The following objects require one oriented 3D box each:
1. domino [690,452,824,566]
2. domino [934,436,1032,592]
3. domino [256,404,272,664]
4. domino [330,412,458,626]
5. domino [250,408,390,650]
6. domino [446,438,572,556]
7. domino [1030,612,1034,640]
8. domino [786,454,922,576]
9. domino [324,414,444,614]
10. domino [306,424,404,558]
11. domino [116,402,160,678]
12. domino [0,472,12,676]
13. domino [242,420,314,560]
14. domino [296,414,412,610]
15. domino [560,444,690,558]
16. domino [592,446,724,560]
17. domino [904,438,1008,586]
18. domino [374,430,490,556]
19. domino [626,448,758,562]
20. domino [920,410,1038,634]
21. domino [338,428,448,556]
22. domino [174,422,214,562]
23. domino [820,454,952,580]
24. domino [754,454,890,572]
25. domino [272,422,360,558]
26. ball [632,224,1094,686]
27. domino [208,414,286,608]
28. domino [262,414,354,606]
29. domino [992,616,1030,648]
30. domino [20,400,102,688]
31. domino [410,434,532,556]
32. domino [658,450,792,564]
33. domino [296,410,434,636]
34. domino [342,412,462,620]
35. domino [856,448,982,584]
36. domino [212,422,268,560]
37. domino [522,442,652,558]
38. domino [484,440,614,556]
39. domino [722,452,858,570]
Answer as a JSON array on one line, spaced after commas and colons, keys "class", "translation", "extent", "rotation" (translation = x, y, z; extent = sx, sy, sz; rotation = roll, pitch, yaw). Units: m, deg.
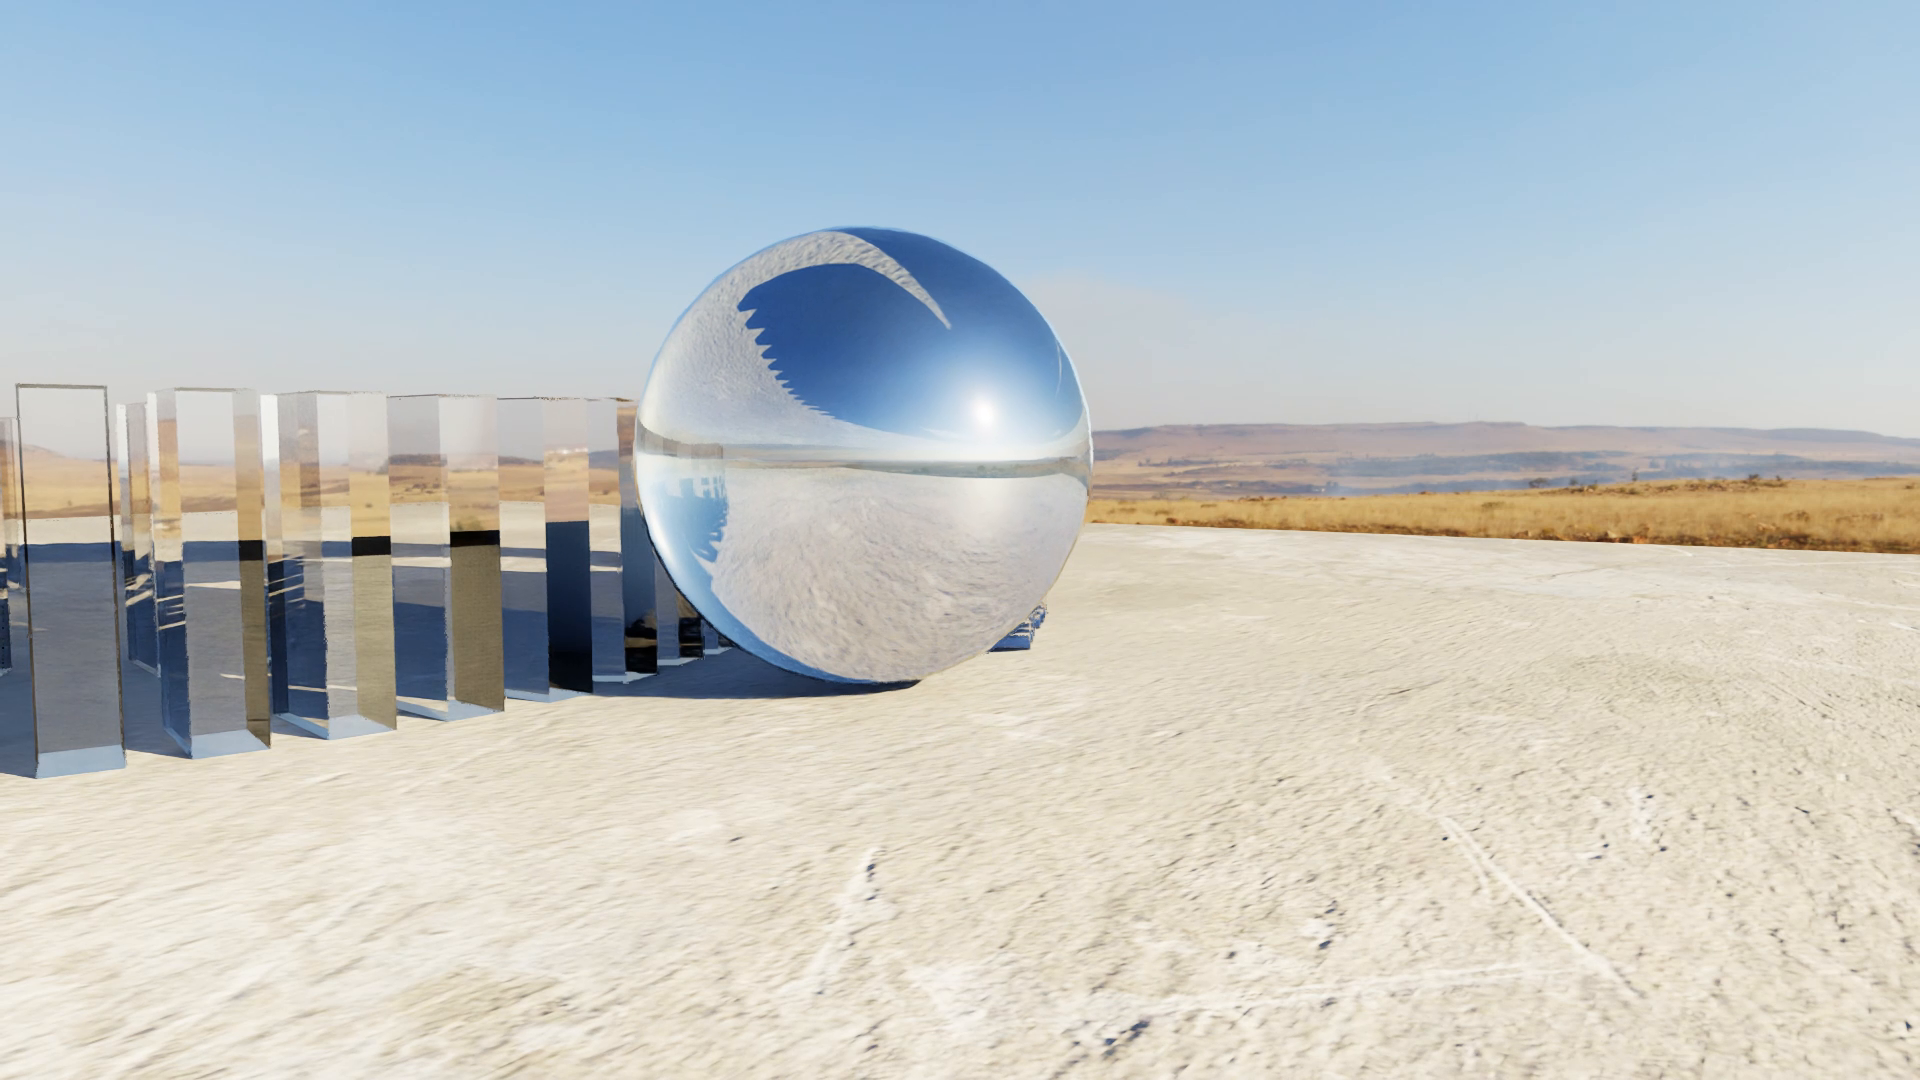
[{"class": "domino", "translation": [-0.073, -0.012, 0.464], "extent": [0.025, 0.009, 0.050], "rotation": [-5, 47, -51]}, {"class": "domino", "translation": [0.007, -0.009, 0.382], "extent": [0.025, 0.050, 0.010], "rotation": [4, -37, 3]}, {"class": "domino", "translation": [-0.141, -0.002, 0.257], "extent": [0.025, 0.050, 0.010], "rotation": [2, 5, 29]}, {"class": "domino", "translation": [-0.134, -0.005, 0.304], "extent": [0.025, 0.050, 0.009], "rotation": [-1, 4, -8]}, {"class": "domino", "translation": [-0.136, -0.003, 0.272], "extent": [0.025, 0.050, 0.010], "rotation": [1, 4, 14]}, {"class": "domino", "translation": [-0.175, -0.017, 0.499], "extent": [0.009, 0.050, 0.025], "rotation": [-39, 0, 7]}, {"class": "domino", "translation": [0.004, -0.004, 0.282], "extent": [0.025, 0.050, 0.009], "rotation": [0, -16, 4]}, {"class": "domino", "translation": [-0.036, -0.009, 0.434], "extent": [0.025, 0.009, 0.050], "rotation": [-3, 45, -39]}, {"class": "domino", "translation": [-0.148, -0.007, 0.331], "extent": [0.025, 0.050, 0.009], "rotation": [-4, 6, -44]}, {"class": "domino", "translation": [-0.231, -0.019, 0.491], "extent": [0.009, 0.050, 0.025], "rotation": [-23, 8, -8]}, {"class": "domino", "translation": [-0.152, -0.001, 0.245], "extent": [0.009, 0.050, 0.025], "rotation": [-4, 6, -43]}, {"class": "domino", "translation": [-0.178, 0.001, 0.227], "extent": [0.009, 0.050, 0.025], "rotation": [-2, 5, -24]}, {"class": "domino", "translation": [-0.256, -0.019, 0.483], "extent": [0.009, 0.050, 0.025], "rotation": [-12, 7, -16]}, {"class": "domino", "translation": [-0.161, -0.008, 0.342], "extent": [0.009, 0.050, 0.025], "rotation": [3, 5, 33]}, {"class": "domino", "translation": [-0.129, -0.015, 0.493], "extent": [0.010, 0.050, 0.025], "rotation": [-47, -15, 20]}, {"class": "domino", "translation": [-0.114, -0.015, 0.487], "extent": [0.050, 0.009, 0.025], "rotation": [48, 24, 17]}, {"class": "domino", "translation": [-0.002, -0.009, 0.395], "extent": [0.025, 0.050, 0.009], "rotation": [0, -36, -11]}, {"class": "domino", "translation": [-0.204, -0.018, 0.497], "extent": [0.009, 0.050, 0.025], "rotation": [-32, 6, -1]}, {"class": "domino", "translation": [-0.100, -0.014, 0.480], "extent": [0.050, 0.009, 0.025], "rotation": [48, 26, 20]}, {"class": "domino", "translation": [0.005, -0.004, 0.292], "extent": [0.025, 0.050, 0.009], "rotation": [0, -16, 4]}, {"class": "domino", "translation": [-0.218, -0.019, 0.494], "extent": [0.009, 0.050, 0.025], "rotation": [-28, 7, -4]}, {"class": "domino", "translation": [-0.282, -0.018, 0.472], "extent": [0.009, 0.050, 0.025], "rotation": [-2, 5, -28]}, {"class": "domino", "translation": [-0.025, -0.009, 0.422], "extent": [0.025, 0.010, 0.050], "rotation": [-3, 44, -33]}, {"class": "domino", "translation": [-0.048, -0.010, 0.444], "extent": [0.025, 0.009, 0.050], "rotation": [-4, 45, -43]}, {"class": "domino", "translation": [-0.244, -0.019, 0.488], "extent": [0.010, 0.050, 0.025], "rotation": [-18, 8, -12]}, {"class": "ball", "translation": [-0.017, -0.014, 0.227], "extent": [0.080, 0.080, 0.080], "rotation": [0, 4, 0]}, {"class": "domino", "translation": [-0.192, -0.008, 0.345], "extent": [0.010, 0.050, 0.025], "rotation": [-1, 4, -12]}, {"class": "domino", "translation": [-0.176, -0.008, 0.347], "extent": [0.010, 0.050, 0.025], "rotation": [0, 4, 3]}, {"class": "domino", "translation": [0.003, -0.003, 0.272], "extent": [0.025, 0.050, 0.010], "rotation": [0, -16, 4]}, {"class": "domino", "translation": [-0.164, 0.000, 0.235], "extent": [0.010, 0.050, 0.025], "rotation": [-3, 5, -34]}, {"class": "domino", "translation": [-0.189, -0.018, 0.498], "extent": [0.009, 0.050, 0.025], "rotation": [-36, 3, 3]}, {"class": "domino", "translation": [-0.086, -0.013, 0.473], "extent": [0.050, 0.009, 0.025], "rotation": [49, 29, 23]}, {"class": "domino", "translation": [-0.133, -0.004, 0.288], "extent": [0.025, 0.050, 0.009], "rotation": [0, 4, 4]}, {"class": "domino", "translation": [-0.139, -0.006, 0.319], "extent": [0.025, 0.050, 0.009], "rotation": [-2, 5, -30]}, {"class": "domino", "translation": [-0.014, -0.009, 0.409], "extent": [0.025, 0.009, 0.050], "rotation": [-2, 48, -26]}, {"class": "domino", "translation": [-0.268, -0.019, 0.478], "extent": [0.009, 0.050, 0.025], "rotation": [-5, 6, -20]}, {"class": "domino", "translation": [-0.144, -0.016, 0.497], "extent": [0.009, 0.050, 0.025], "rotation": [-44, -10, 16]}, {"class": "domino", "translation": [-0.159, -0.017, 0.499], "extent": [0.009, 0.050, 0.025], "rotation": [-42, -5, 12]}, {"class": "domino", "translation": [-0.061, -0.011, 0.455], "extent": [0.025, 0.009, 0.050], "rotation": [-5, 46, -47]}]
